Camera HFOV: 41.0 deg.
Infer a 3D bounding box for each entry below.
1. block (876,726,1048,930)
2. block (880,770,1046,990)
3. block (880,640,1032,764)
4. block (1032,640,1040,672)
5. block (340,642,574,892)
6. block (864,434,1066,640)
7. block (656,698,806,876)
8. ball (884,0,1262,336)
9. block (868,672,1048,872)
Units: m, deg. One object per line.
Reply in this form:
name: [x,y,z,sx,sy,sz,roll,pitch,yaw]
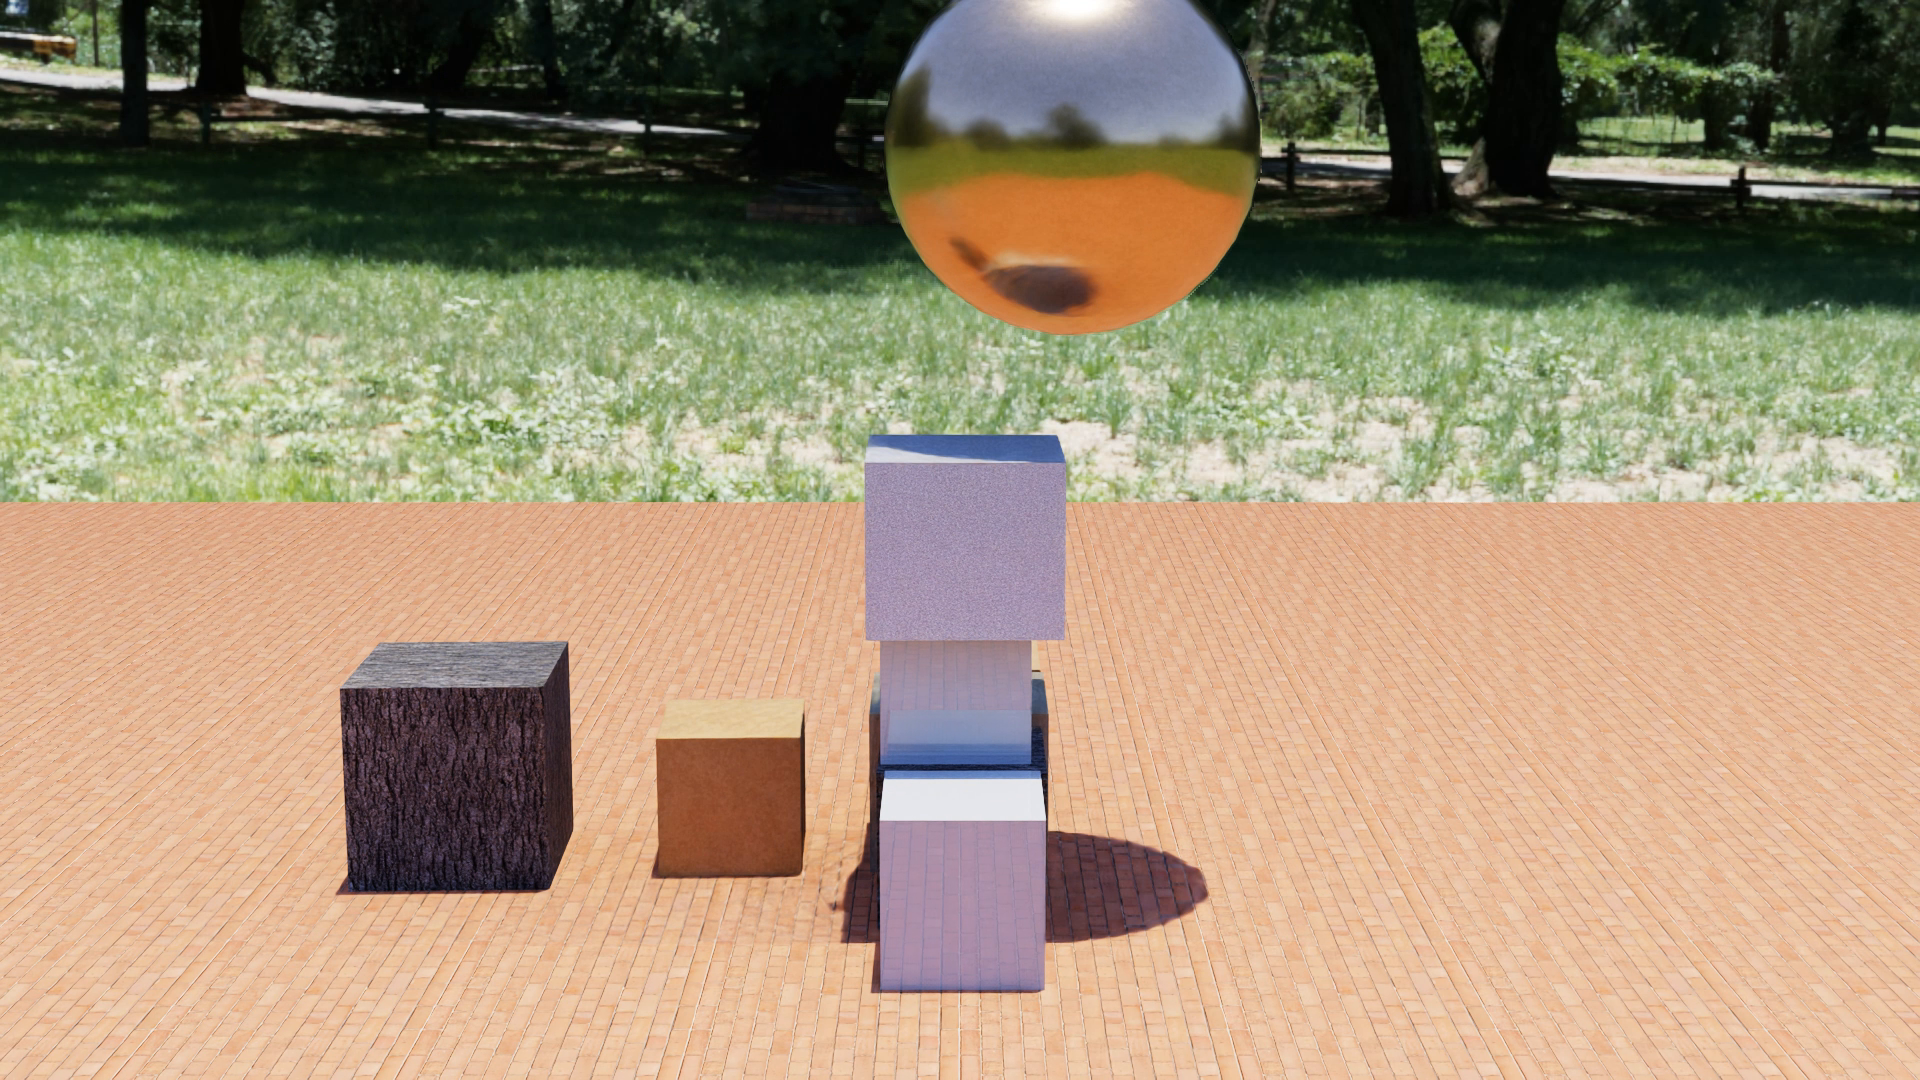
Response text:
block: [0.008,1.220,10.986,0.703,0.668,0.767,0,10,0]
block: [0.011,1.347,10.247,0.638,0.683,0.711,0,10,0]
block: [-0.018,0.601,10.921,0.627,0.575,0.574,0,10,0]
block: [0.008,0.908,12.519,0.743,0.734,0.721,0,10,0]
block: [-2.238,0.999,11.534,0.869,0.908,0.904,0,10,-2]
block: [0.018,-0.023,10.705,0.807,0.729,0.793,0,10,-1]
block: [-1.030,1.116,11.666,0.632,0.631,0.707,0,10,-2]
ball: [0.474,-1.671,10.877,1.600,1.600,1.600,0,10,0]
block: [-0.005,1.051,11.759,0.793,0.725,0.800,0,10,0]
